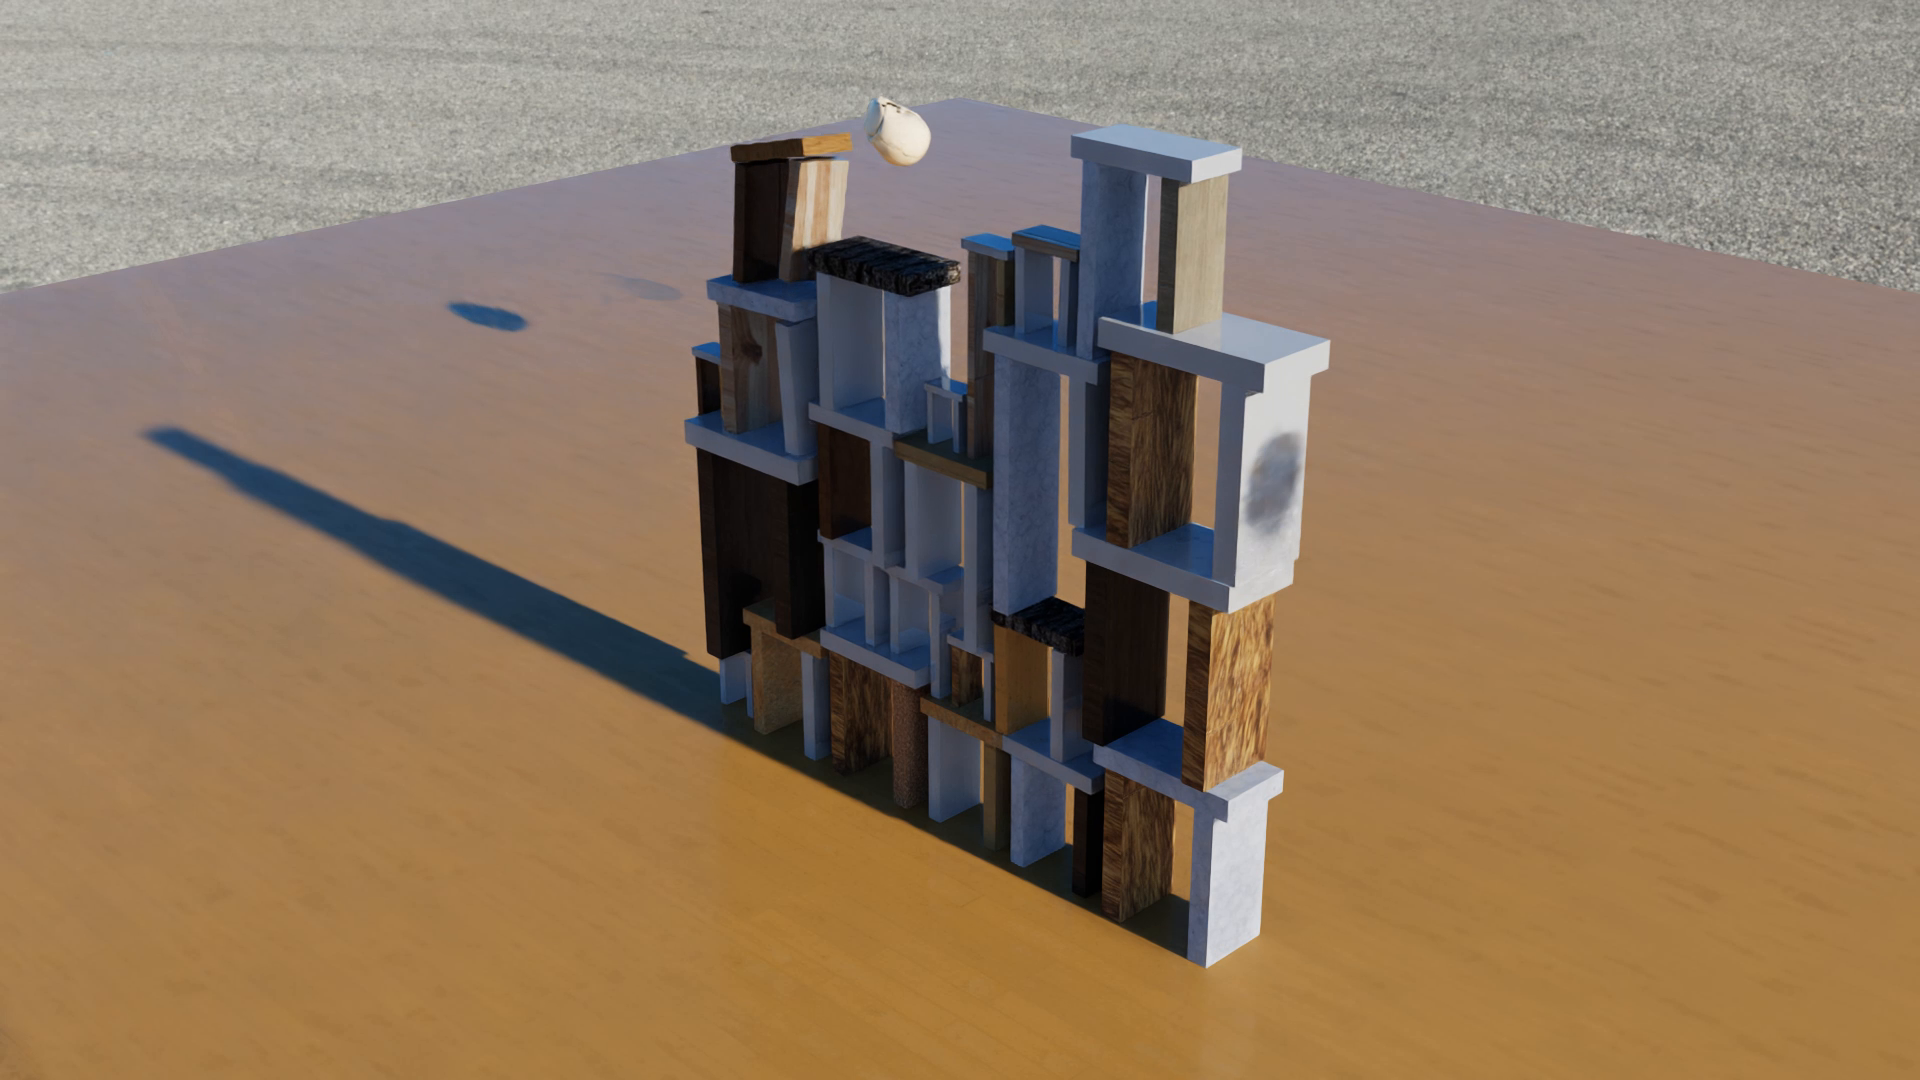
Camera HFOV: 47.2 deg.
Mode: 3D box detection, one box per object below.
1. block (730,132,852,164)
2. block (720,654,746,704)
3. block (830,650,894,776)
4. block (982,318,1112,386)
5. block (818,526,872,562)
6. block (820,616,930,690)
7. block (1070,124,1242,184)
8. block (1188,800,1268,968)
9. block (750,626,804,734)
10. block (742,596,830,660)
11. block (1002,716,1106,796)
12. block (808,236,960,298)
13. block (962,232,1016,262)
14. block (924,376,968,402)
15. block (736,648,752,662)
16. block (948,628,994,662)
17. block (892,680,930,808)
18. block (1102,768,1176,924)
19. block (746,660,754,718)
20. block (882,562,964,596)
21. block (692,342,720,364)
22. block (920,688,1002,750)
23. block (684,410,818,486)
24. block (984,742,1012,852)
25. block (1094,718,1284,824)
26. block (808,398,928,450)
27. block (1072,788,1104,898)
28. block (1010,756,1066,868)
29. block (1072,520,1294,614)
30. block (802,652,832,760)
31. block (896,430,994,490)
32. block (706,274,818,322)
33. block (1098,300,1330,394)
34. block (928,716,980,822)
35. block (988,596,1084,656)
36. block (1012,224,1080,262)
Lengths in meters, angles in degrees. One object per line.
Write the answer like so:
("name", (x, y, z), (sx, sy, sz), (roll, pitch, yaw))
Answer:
("block", (-0.329, -0.760, 4.267), (0.117, 0.033, 0.235), (-15, 14, -39))
("block", (-0.502, 0.292, 4.898), (0.019, 0.137, 0.068), (21, 31, 41))
("block", (-0.204, 0.341, 4.597), (0.141, 0.282, 0.040), (-21, 31, -41))
("block", (0.185, -0.338, 3.871), (0.272, 0.039, 0.136), (21, 31, 40))
("block", (-0.192, 0.003, 4.432), (0.182, 0.026, 0.091), (21, 31, 40))
("block", (-0.138, 0.219, 4.473), (0.282, 0.040, 0.141), (21, 31, 41))
("block", (0.320, -0.634, 3.600), (0.256, 0.036, 0.128), (21, 31, 40))
("block", (0.481, 0.599, 3.951), (0.044, 0.311, 0.156), (21, 31, 41))
("block", (-0.391, 0.286, 4.768), (0.124, 0.248, 0.035), (-21, 31, -41))
("block", (-0.332, 0.179, 4.658), (0.124, 0.035, 0.248), (-21, 31, -41))
("block", (0.204, 0.405, 4.159), (0.118, 0.033, 0.236), (-20, 30, -39))
("block", (-0.145, -0.520, 4.166), (0.274, 0.039, 0.137), (20, 30, 39))
("block", (0.066, -0.523, 3.919), (0.062, 0.017, 0.123), (-18, 28, -37))
("block", (-0.014, -0.282, 4.115), (0.103, 0.015, 0.051), (21, 31, 40))
("block", (-0.470, 0.233, 4.837), (0.068, 0.019, 0.137), (-21, 31, -40))
("block", (0.044, 0.200, 4.254), (0.065, 0.018, 0.131), (-21, 31, -41))
("block", (-0.072, 0.392, 4.475), (0.040, 0.282, 0.141), (21, 31, 41))
("block", (0.335, 0.541, 4.087), (0.044, 0.311, 0.156), (21, 31, 41))
("block", (-0.438, 0.317, 4.838), (0.019, 0.137, 0.068), (21, 31, 41))
("block", (-0.062, 0.062, 4.320), (0.086, 0.024, 0.172), (-21, 31, -40))
("block", (-0.502, -0.388, 4.597), (0.058, 0.017, 0.117), (-20, 30, -39))
("block", (0.044, 0.342, 4.322), (0.231, 0.033, 0.116), (21, 31, 41))
("block", (-0.388, -0.204, 4.547), (0.353, 0.050, 0.176), (21, 31, 40))
("block", (0.098, 0.484, 4.323), (0.033, 0.231, 0.116), (21, 31, 41))
("block", (0.408, 0.406, 3.950), (0.311, 0.044, 0.156), (21, 31, 41))
("block", (-0.170, -0.239, 4.301), (0.122, 0.035, 0.244), (-21, 31, -40))
("block", (0.267, 0.549, 4.164), (0.118, 0.236, 0.033), (-21, 31, -40))
("block", (0.152, 0.507, 4.264), (0.118, 0.236, 0.033), (-20, 30, -39))
("block", (0.384, 0.028, 3.820), (0.352, 0.050, 0.176), (21, 31, 41))
("block", (-0.275, 0.332, 4.661), (0.124, 0.248, 0.035), (-21, 31, -41))
("block", (0.005, -0.157, 4.147), (0.240, 0.034, 0.120), (21, 31, 40))
("block", (-0.365, -0.492, 4.390), (0.138, 0.039, 0.276), (-21, 28, -39))
("block", (0.416, -0.325, 3.636), (0.347, 0.049, 0.174), (21, 31, 40))
("block", (-0.011, 0.442, 4.423), (0.033, 0.231, 0.116), (21, 31, 41))
("block", (0.172, 0.151, 4.100), (0.112, 0.032, 0.224), (-21, 31, -39))
("block", (0.172, -0.515, 3.814), (0.077, 0.022, 0.155), (-21, 31, -40))
